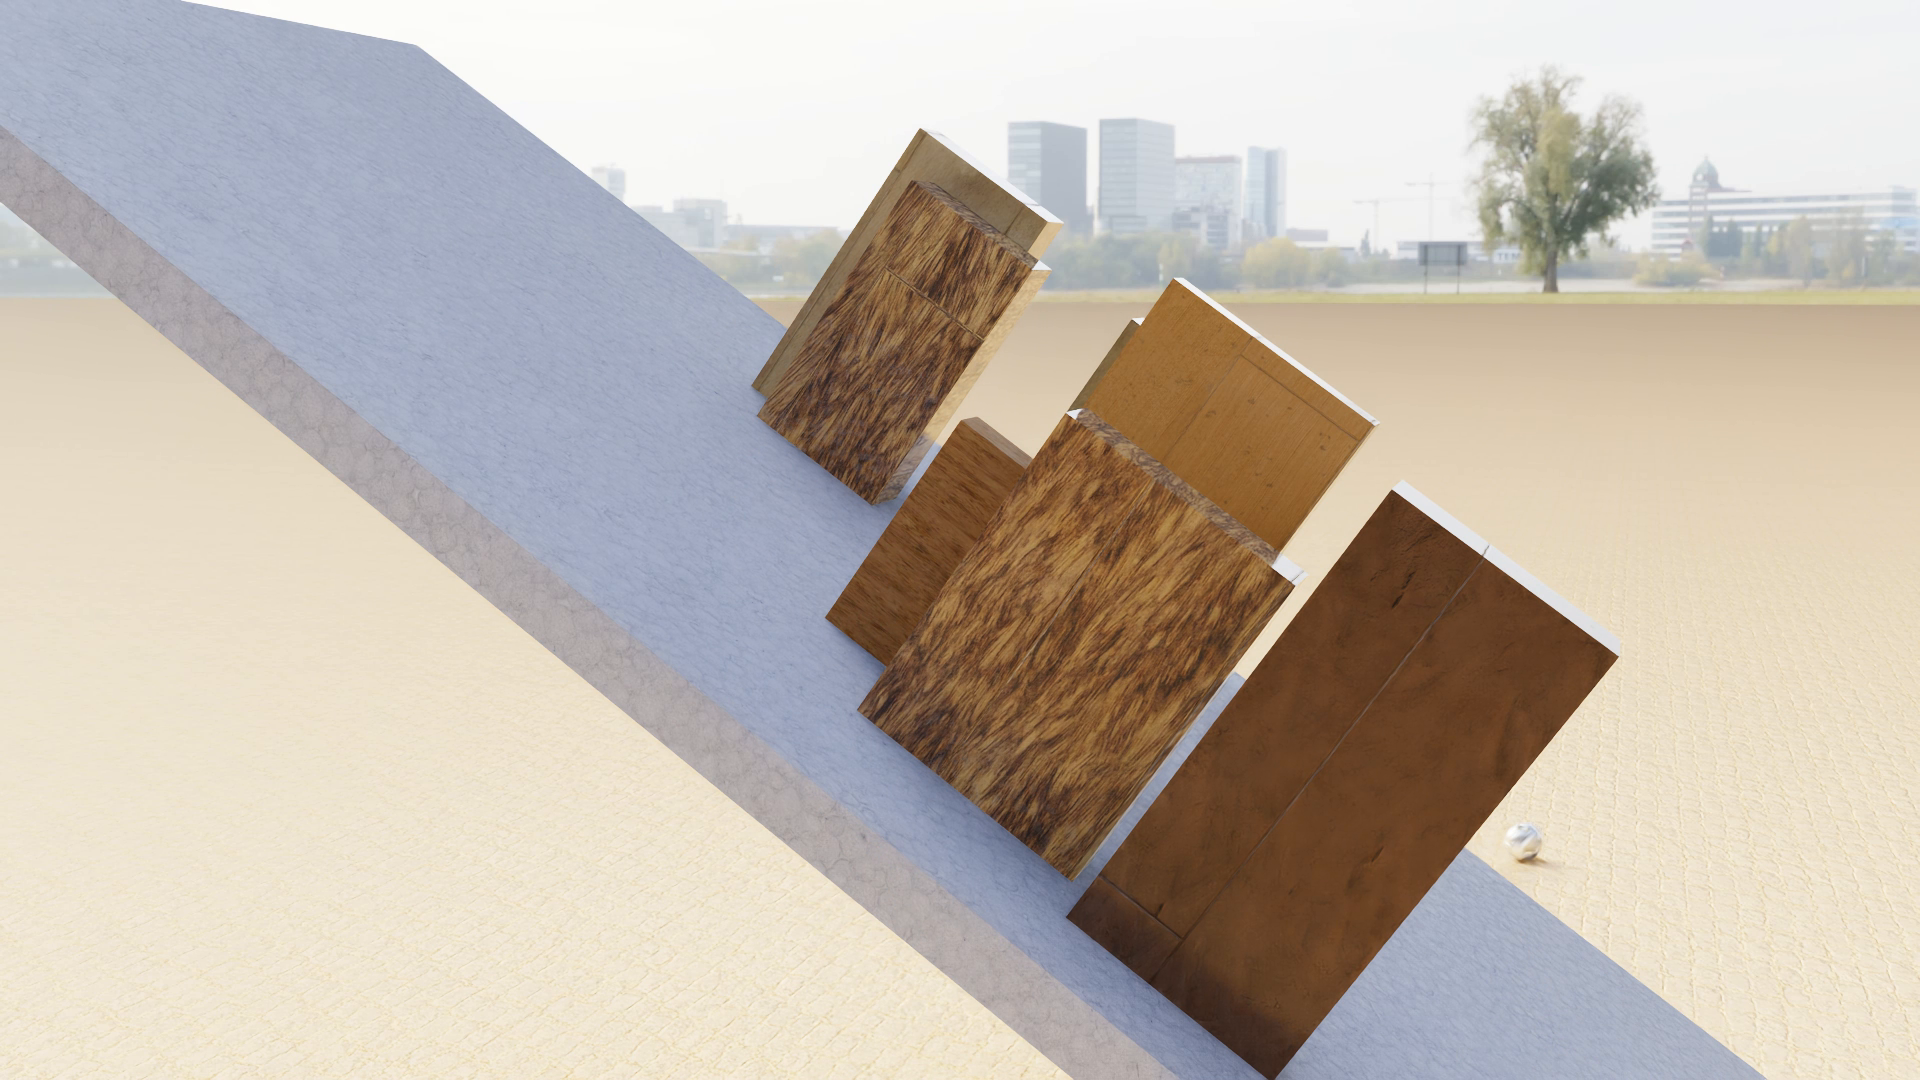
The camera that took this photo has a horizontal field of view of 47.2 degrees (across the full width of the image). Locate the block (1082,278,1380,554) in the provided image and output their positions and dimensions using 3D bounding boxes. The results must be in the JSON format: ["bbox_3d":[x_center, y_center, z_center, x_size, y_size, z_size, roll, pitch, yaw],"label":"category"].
[{"bbox_3d":[0.333,-0.025,3.865,0.426,0.758,0.081,38,16,10],"label":"block"}]

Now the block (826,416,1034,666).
[{"bbox_3d":[0.068,0.091,3.622,0.426,0.410,0.094,38,16,10],"label":"block"}]

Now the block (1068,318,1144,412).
[{"bbox_3d":[0.377,-0.140,4.702,0.387,0.542,0.108,38,16,10],"label":"block"}]

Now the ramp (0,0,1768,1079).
[{"bbox_3d":[-0.084,0.154,4.079,4.000,0.100,2.000,38,16,10],"label":"ramp"}]

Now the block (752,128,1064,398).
[{"bbox_3d":[-0.111,-0.482,4.520,0.327,0.640,0.128,38,16,10],"label":"block"}]

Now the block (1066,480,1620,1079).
[{"bbox_3d":[0.539,0.345,3.141,0.374,0.786,0.144,38,16,10],"label":"block"}]

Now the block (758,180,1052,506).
[{"bbox_3d":[-0.113,-0.391,4.381,0.300,0.568,0.147,38,16,10],"label":"block"}]

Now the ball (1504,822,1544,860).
[{"bbox_3d":[1.783,0.955,6.957,0.119,0.119,0.119,0,7,0],"label":"ball"}]

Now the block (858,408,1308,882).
[{"bbox_3d":[0.182,0.158,3.356,0.423,0.573,0.129,38,16,10],"label":"block"}]
